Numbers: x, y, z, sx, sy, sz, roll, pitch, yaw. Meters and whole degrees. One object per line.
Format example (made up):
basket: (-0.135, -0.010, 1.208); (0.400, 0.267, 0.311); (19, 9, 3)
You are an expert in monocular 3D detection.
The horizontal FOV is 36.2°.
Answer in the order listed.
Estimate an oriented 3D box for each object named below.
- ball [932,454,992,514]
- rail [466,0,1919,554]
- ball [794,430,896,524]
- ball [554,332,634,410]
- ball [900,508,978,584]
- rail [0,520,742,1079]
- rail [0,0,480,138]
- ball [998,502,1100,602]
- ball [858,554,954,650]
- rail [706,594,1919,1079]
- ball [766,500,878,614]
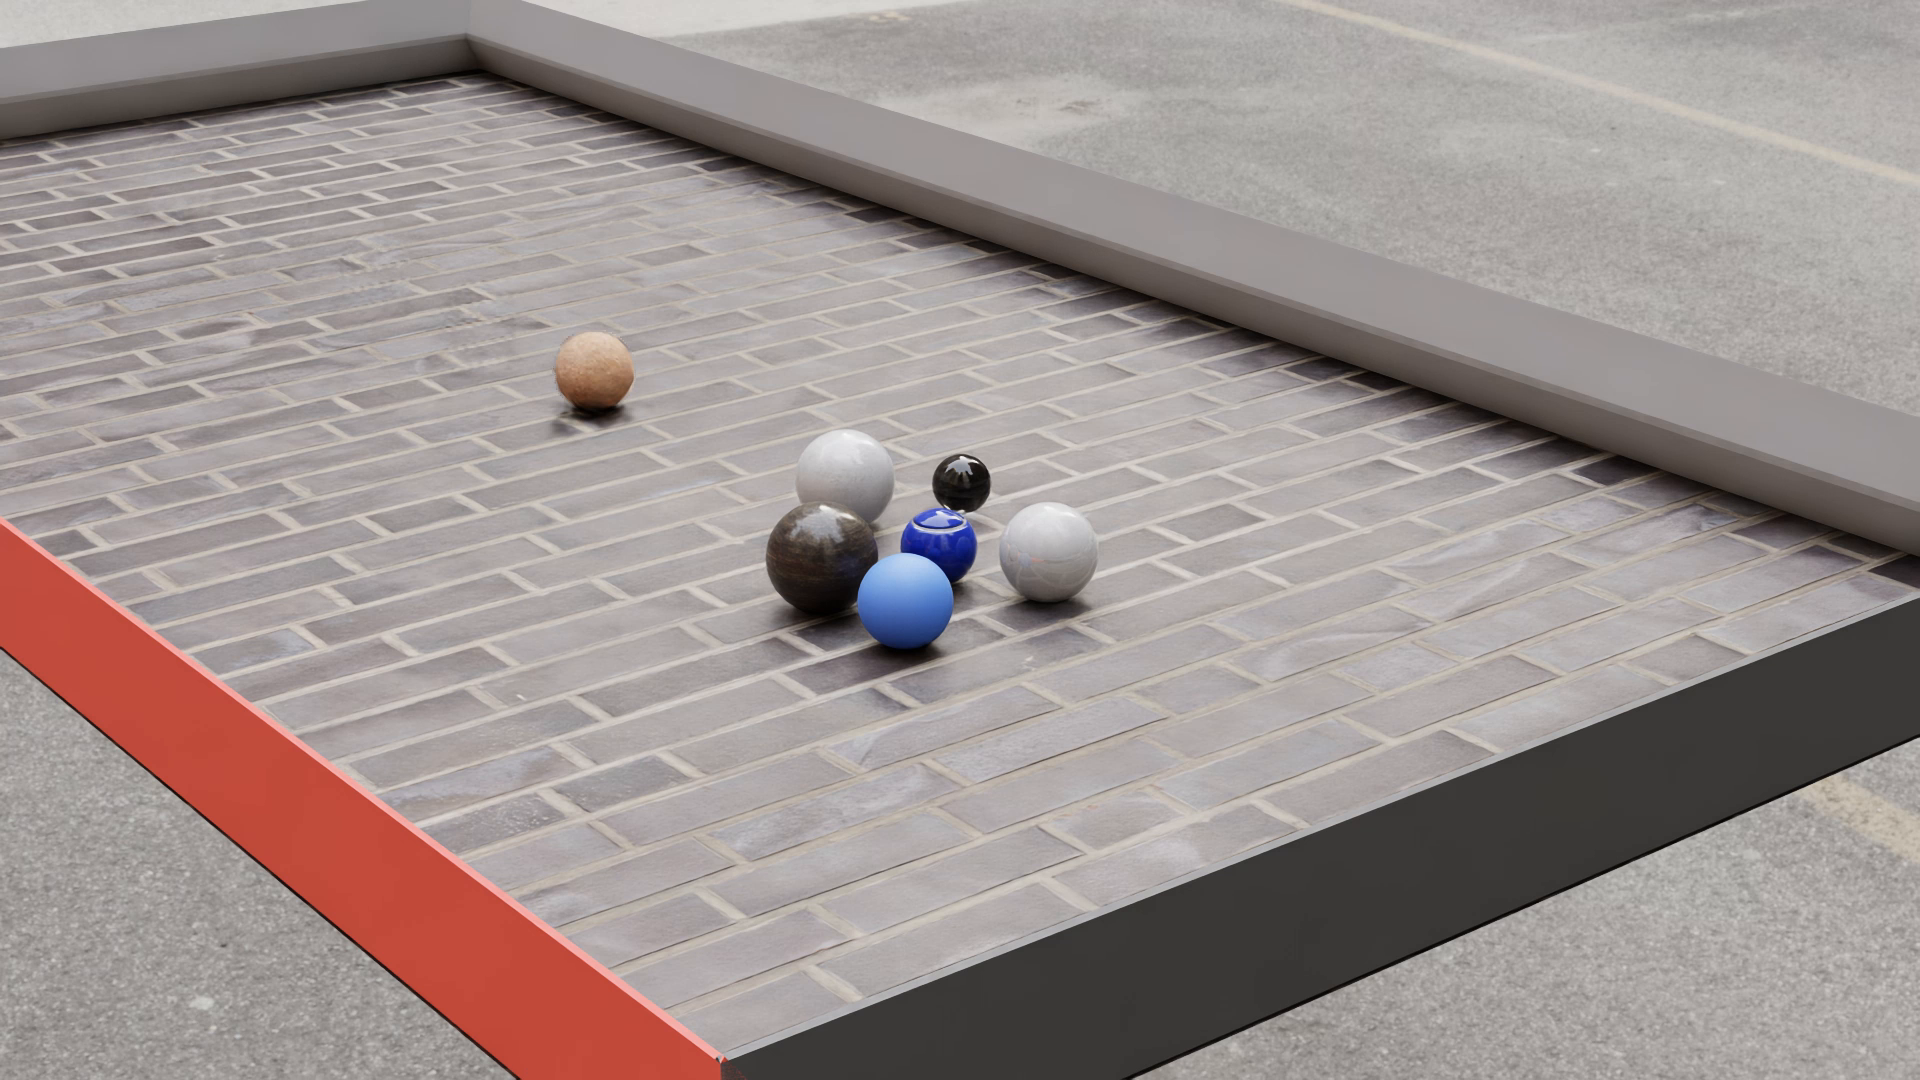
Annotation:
ball: (0.002, -0.052, 2.716); (0.055, 0.055, 0.055); (0, 21, 0)
rail: (0.111, -0.377, 3.455); (0.045, 0.124, 2.822); (-16, 26, -35)
ball: (-0.104, -0.055, 2.673); (0.092, 0.092, 0.092); (0, 21, 0)
ball: (-0.372, -0.172, 2.990); (0.080, 0.080, 0.080); (0, 21, 0)
ball: (-0.018, 0.006, 2.550); (0.068, 0.068, 0.068); (0, 21, 0)
rail: (-0.979, -0.070, 2.663); (0.045, 0.124, 2.822); (-16, 26, -35)
rail: (-1.287, -0.620, 4.079); (1.429, 0.124, 0.045); (-16, 26, -35)
ball: (0.076, 0.010, 2.513); (0.086, 0.086, 0.086); (0, 21, 0)
ball: (-0.045, 0.051, 2.419); (0.080, 0.080, 0.080); (0, 21, 0)
rail: (0.419, 0.173, 2.040); (1.429, 0.124, 0.045); (-16, 26, -35)
ball: (-0.117, 0.015, 2.489); (0.096, 0.096, 0.096); (0, 21, 0)
